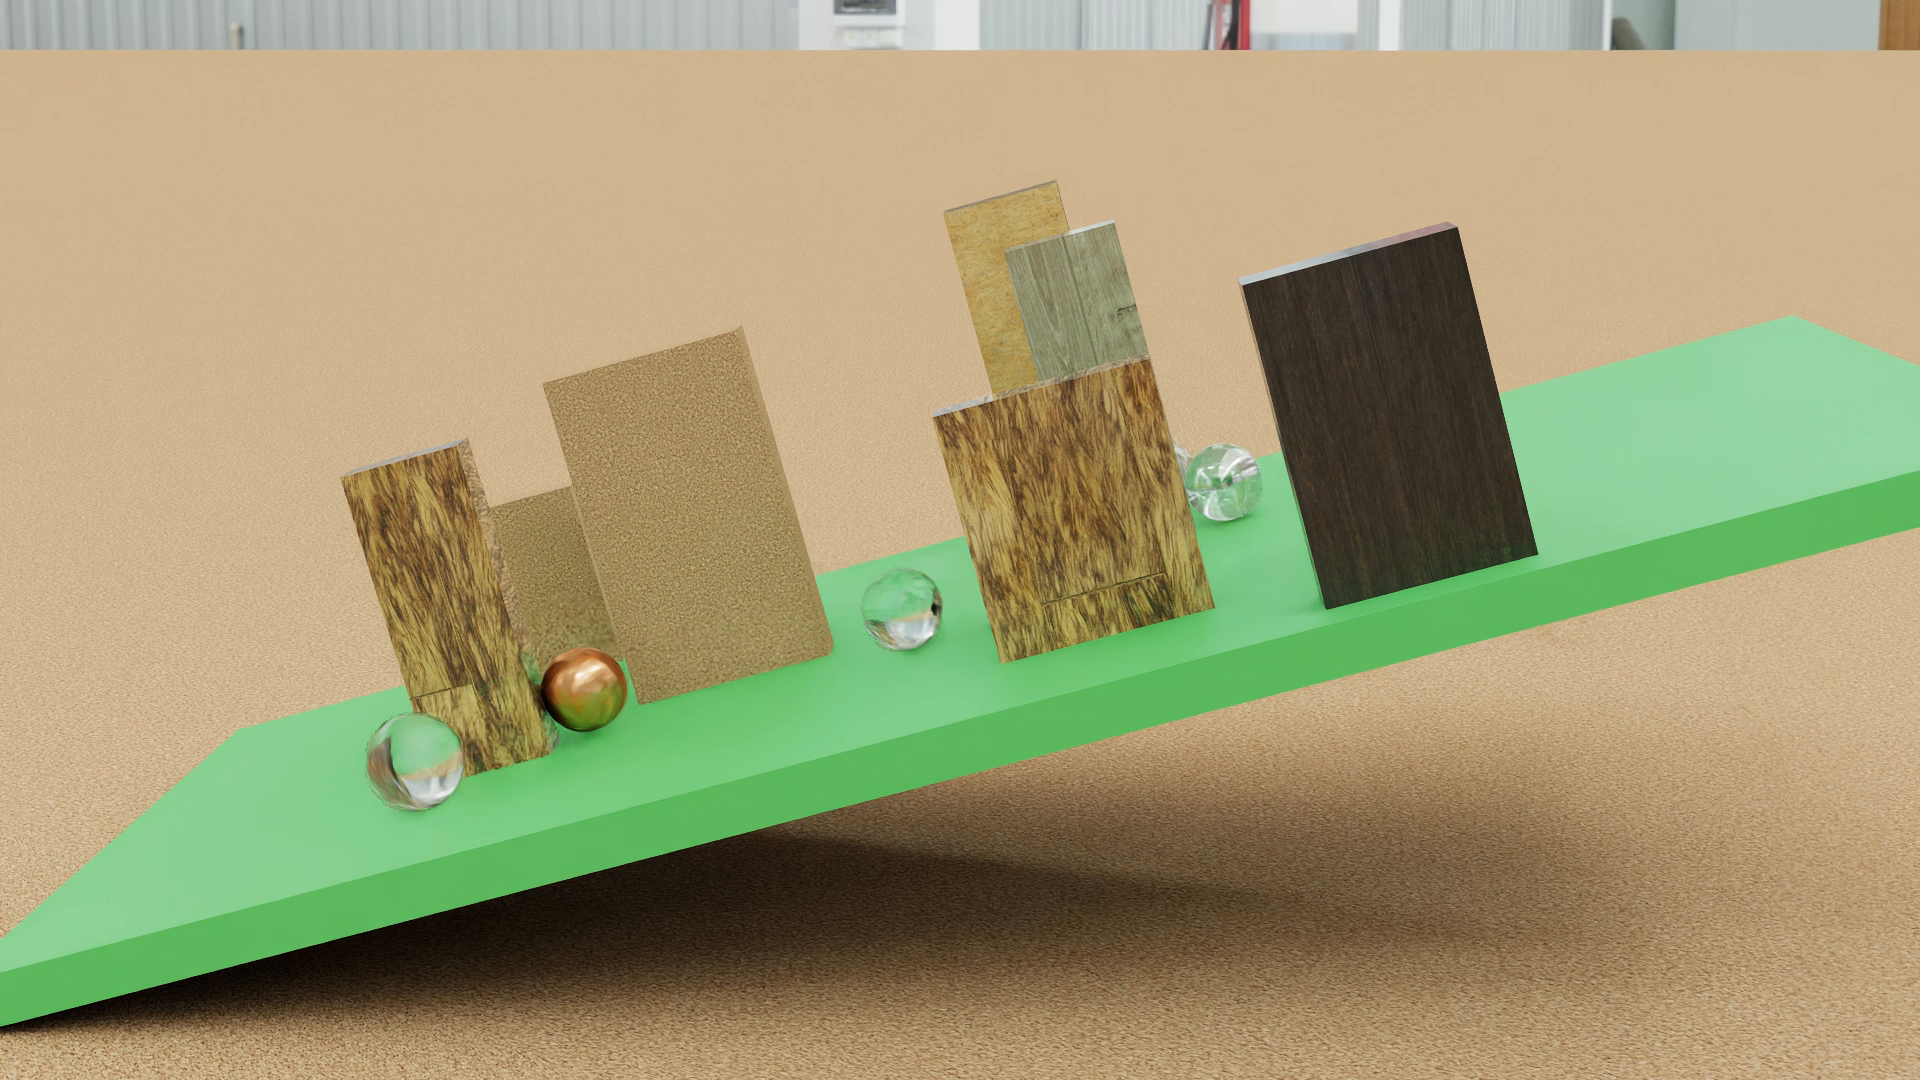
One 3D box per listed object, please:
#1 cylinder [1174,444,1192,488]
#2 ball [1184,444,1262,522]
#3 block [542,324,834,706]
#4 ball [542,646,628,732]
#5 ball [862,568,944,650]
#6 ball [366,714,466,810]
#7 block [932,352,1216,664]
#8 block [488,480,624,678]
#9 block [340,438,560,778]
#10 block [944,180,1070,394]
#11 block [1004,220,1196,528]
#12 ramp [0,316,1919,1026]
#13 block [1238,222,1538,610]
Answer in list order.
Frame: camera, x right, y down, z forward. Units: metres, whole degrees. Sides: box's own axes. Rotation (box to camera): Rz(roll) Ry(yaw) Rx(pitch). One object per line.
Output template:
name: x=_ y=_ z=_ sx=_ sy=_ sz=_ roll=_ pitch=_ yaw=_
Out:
cylinder: x=0.476 y=-0.148 z=6.929 sx=0.130 sy=0.130 sz=0.130 roll=3 pitch=19 yaw=18
ball: x=0.585 y=-0.128 z=6.529 sx=0.172 sy=0.172 sz=0.172 roll=0 pitch=10 yaw=0
block: x=-0.577 y=-0.052 z=6.299 sx=0.427 sy=0.721 sz=0.119 roll=-15 pitch=9 yaw=4
ball: x=-0.781 y=0.310 z=6.114 sx=0.177 sy=0.177 sz=0.177 roll=0 pitch=10 yaw=0
ball: x=-0.119 y=0.143 z=6.097 sx=0.171 sy=0.171 sz=0.171 roll=0 pitch=10 yaw=0
ball: x=-1.085 y=0.442 z=5.862 sx=0.194 sy=0.194 sz=0.194 roll=0 pitch=10 yaw=0
block: x=0.222 y=-0.062 z=5.718 sx=0.430 sy=0.502 sz=0.110 roll=-15 pitch=9 yaw=4
block: x=-0.999 y=0.110 z=6.935 sx=0.312 sy=0.431 sz=0.104 roll=-15 pitch=9 yaw=4
block: x=-1.049 y=0.147 z=6.073 sx=0.248 sy=0.666 sz=0.120 roll=-15 pitch=9 yaw=4
block: x=0.200 y=-0.428 z=6.981 sx=0.273 sy=0.799 sz=0.139 roll=-15 pitch=9 yaw=4
block: x=0.313 y=-0.338 z=6.563 sx=0.251 sy=0.705 sz=0.115 roll=-15 pitch=9 yaw=4
ramp: x=0.082 y=0.190 z=6.328 sx=4.000 sy=0.100 sz=2.000 roll=-15 pitch=9 yaw=4
block: x=0.785 y=-0.229 z=5.411 sx=0.399 sy=0.619 sz=0.140 roll=-15 pitch=9 yaw=4
